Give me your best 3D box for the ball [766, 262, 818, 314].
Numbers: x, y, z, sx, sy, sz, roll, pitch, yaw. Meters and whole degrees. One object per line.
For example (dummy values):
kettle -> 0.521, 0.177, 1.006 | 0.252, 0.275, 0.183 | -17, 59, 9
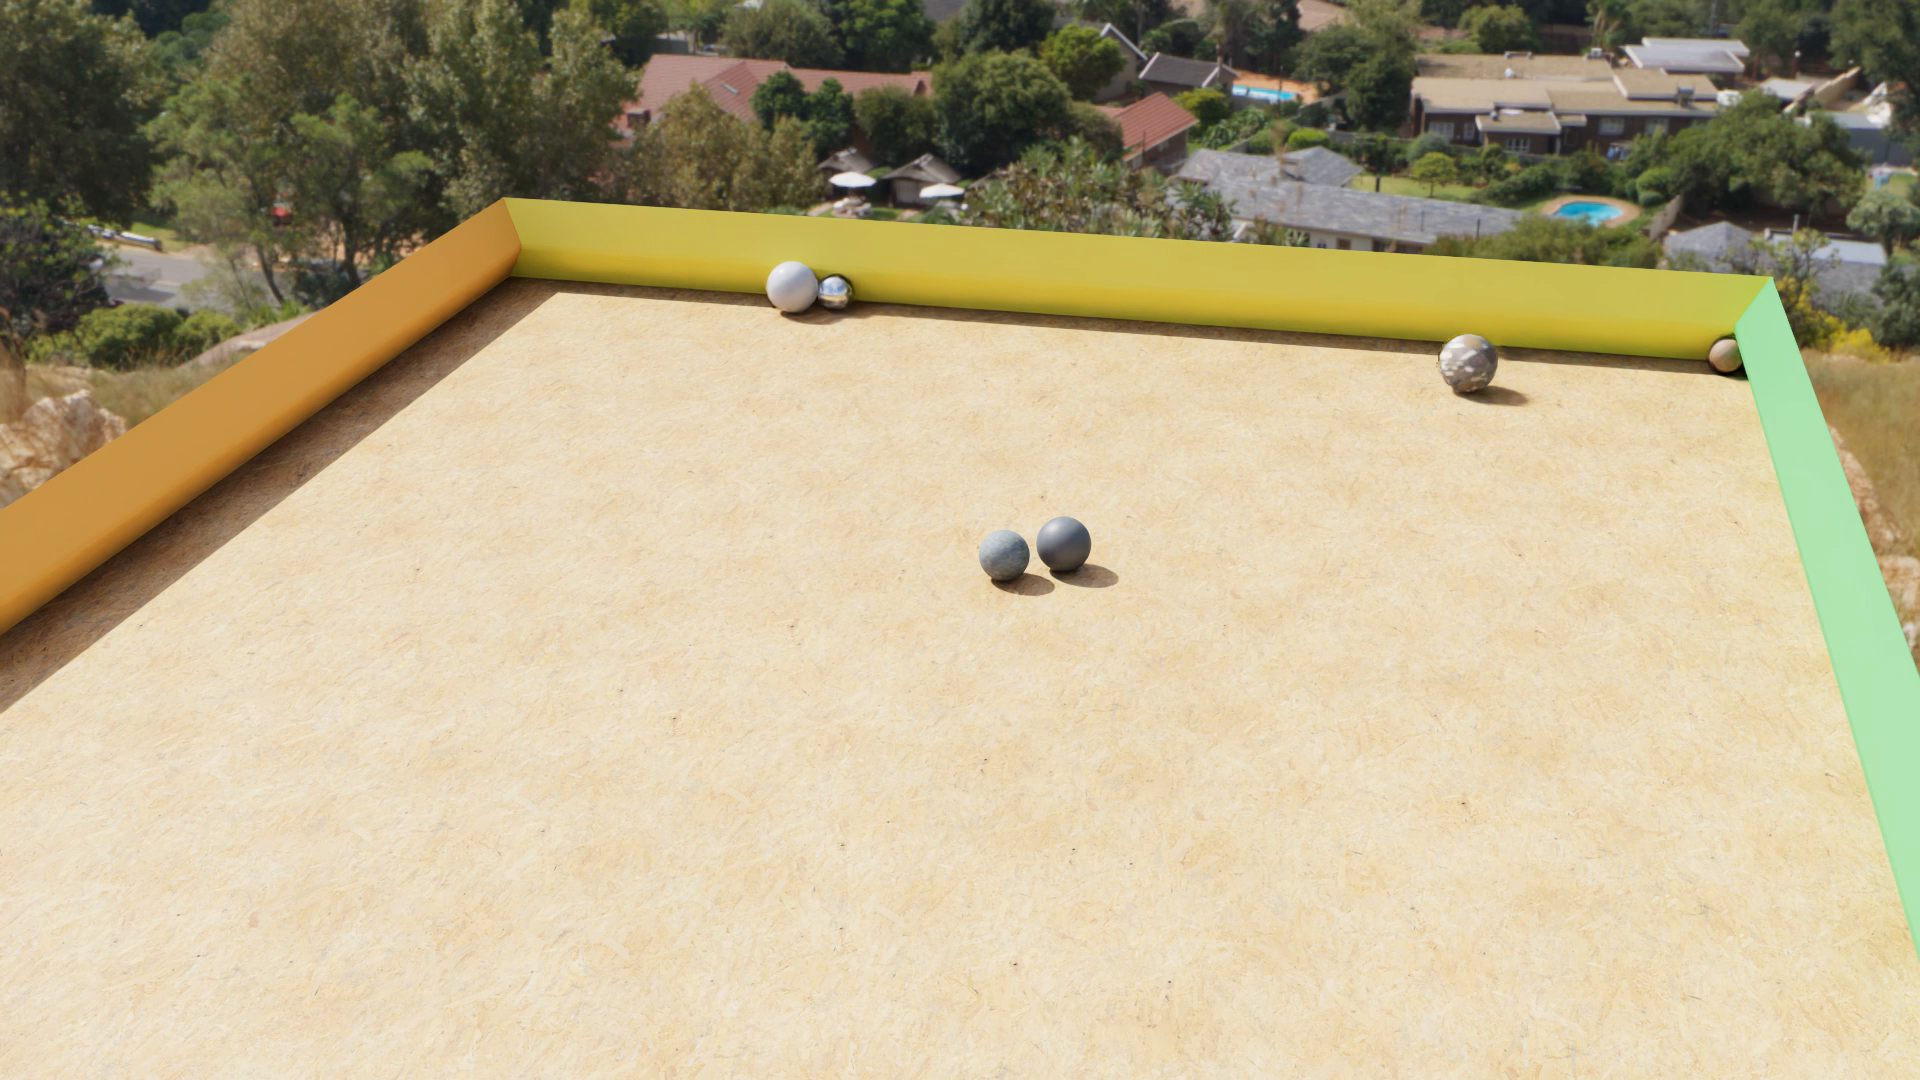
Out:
ball -> -0.248, -0.374, 3.251 | 0.076, 0.076, 0.076 | 0, 24, 0

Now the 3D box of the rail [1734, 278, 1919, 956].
rail -> 0.681, 0.411, 1.412 | 0.045, 0.124, 3.639 | 5, 24, 12

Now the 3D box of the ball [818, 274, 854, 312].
ball -> -0.185, -0.367, 3.264 | 0.054, 0.054, 0.054 | 0, 24, 0

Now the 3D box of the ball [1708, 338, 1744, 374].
ball -> 1.050, -0.252, 3.011 | 0.048, 0.048, 0.048 | 0, 24, 0

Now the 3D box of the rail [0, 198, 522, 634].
rail -> -1.088, 0.247, 1.783 | 0.045, 0.124, 3.639 | 5, 24, 12

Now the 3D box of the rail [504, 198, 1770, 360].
rail -> 0.198, -0.378, 3.199 | 1.862, 0.124, 0.045 | 5, 24, 12

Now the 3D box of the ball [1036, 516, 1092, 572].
ball -> 0.114, 0.005, 2.413 | 0.061, 0.061, 0.061 | 0, 24, 0

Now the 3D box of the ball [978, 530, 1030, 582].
ball -> 0.048, 0.017, 2.392 | 0.056, 0.056, 0.056 | 0, 24, 0

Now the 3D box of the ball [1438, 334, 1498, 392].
ball -> 0.679, -0.236, 2.939 | 0.077, 0.077, 0.077 | 0, 24, 0
